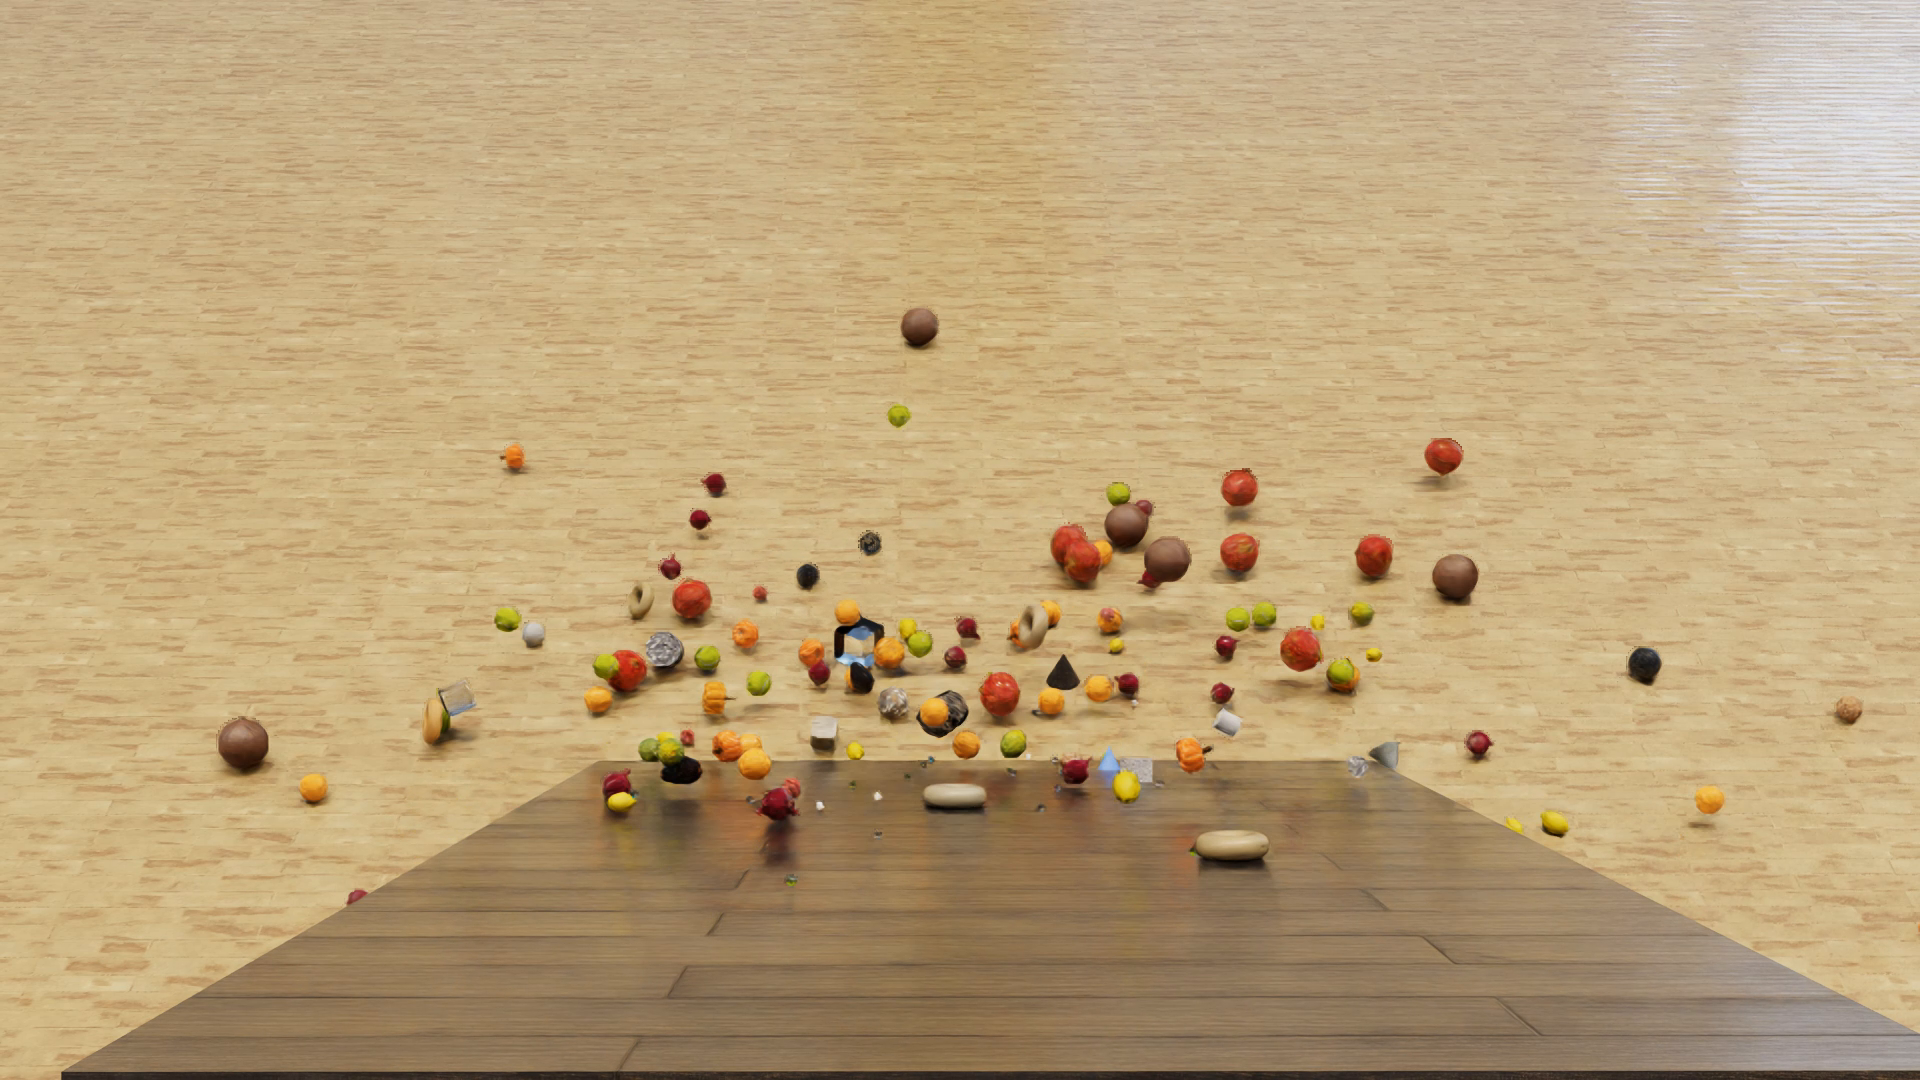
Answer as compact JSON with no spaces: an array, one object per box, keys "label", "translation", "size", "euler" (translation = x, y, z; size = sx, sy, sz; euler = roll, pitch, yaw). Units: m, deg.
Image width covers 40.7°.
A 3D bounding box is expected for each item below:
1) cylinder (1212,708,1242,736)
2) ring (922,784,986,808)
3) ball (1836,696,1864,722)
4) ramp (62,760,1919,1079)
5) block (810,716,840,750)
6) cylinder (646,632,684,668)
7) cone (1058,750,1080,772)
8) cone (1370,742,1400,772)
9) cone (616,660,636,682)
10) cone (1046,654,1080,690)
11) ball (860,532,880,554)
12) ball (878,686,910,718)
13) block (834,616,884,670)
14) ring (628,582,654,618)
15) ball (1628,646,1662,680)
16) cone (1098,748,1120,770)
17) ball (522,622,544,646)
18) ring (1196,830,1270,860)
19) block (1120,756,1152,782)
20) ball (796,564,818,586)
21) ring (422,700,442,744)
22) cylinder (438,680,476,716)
[{"label":"cylinder","translation":[0.666,0.456,6.456],"size":[0.053,0.053,0.053],"euler":[29,32,-6]},{"label":"ring","translation":[-0.011,0.541,5.472],"size":[0.136,0.045,0.136],"euler":[1,-1,0]},{"label":"ball","translation":[2.396,0.453,6.974],"size":[0.069,0.069,0.069],"euler":[0,31,0]},{"label":"ramp","translation":[0.069,0.609,4.679],"size":[2.000,0.100,4.000],"euler":[0,0,0]},{"label":"block","translation":[-0.357,0.511,6.853],"size":[0.065,0.065,0.065],"euler":[6,57,4]},{"label":"cylinder","translation":[-0.815,0.305,7.159],"size":[0.096,0.096,0.096],"euler":[-1,-6,-1]},{"label":"cone","translation":[0.278,0.555,6.332],"size":[0.056,0.056,0.056],"euler":[-12,52,-19]},{"label":"cone","translation":[1.125,0.584,6.771],"size":[0.085,0.085,0.085],"euler":[-10,62,-17]},{"label":"cone","translation":[-0.923,0.354,7.151],"size":[0.054,0.054,0.054],"euler":[1,26,0]},{"label":"cone","translation":[0.284,0.350,7.124],"size":[0.093,0.093,0.093],"euler":[0,31,0]},{"label":"ball","translation":[-0.267,0.009,7.728],"size":[0.062,0.062,0.062],"euler":[0,31,0]},{"label":"ball","translation":[-0.180,0.439,6.981],"size":[0.086,0.086,0.086],"euler":[0,31,0]},{"label":"block","translation":[-0.280,0.287,7.225],"size":[0.098,0.098,0.098],"euler":[20,36,29]},{"label":"ring","translation":[-0.913,0.171,7.420],"size":[0.035,0.105,0.105],"euler":[19,17,-37]},{"label":"ball","translation":[1.890,0.340,7.142],"size":[0.091,0.091,0.091],"euler":[0,31,0]},{"label":"cone","translation":[0.370,0.539,6.411],"size":[0.057,0.057,0.057],"euler":[0,0,0]},{"label":"ball","translation":[-1.203,0.265,7.294],"size":[0.065,0.065,0.065],"euler":[0,31,0]},{"label":"ring","translation":[0.478,0.537,4.552],"size":[0.130,0.043,0.130],"euler":[-1,0,0]},{"label":"block","translation":[0.414,0.539,6.068],"size":[0.055,0.055,0.055],"euler":[0,0,-25]},{"label":"ball","translation":[-0.446,0.104,7.564],"size":[0.066,0.066,0.066],"euler":[0,31,0]},{"label":"ring","translation":[-1.391,0.479,6.830],"size":[0.039,0.117,0.117],"euler":[8,28,-18]},{"label":"cylinder","translation":[-1.332,0.421,6.866],"size":[0.077,0.077,0.077],"euler":[-23,34,-5]}]
